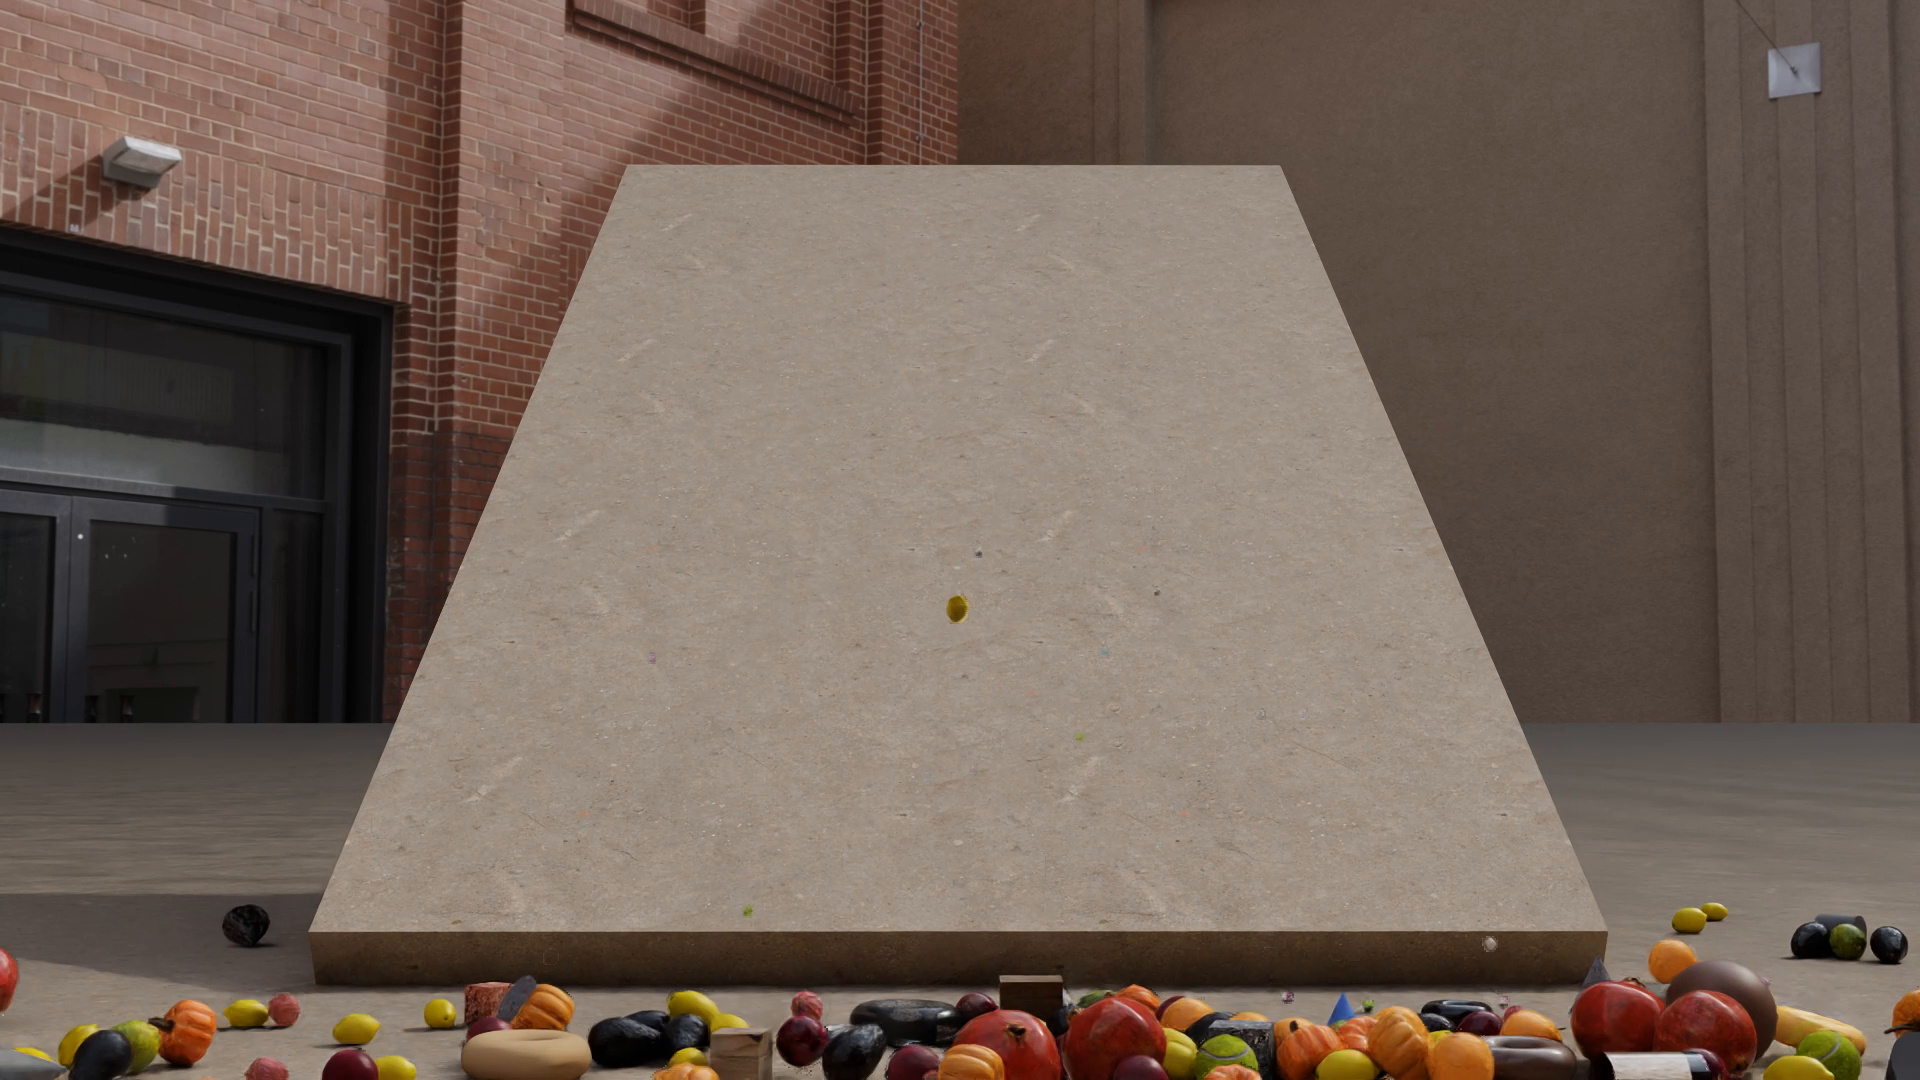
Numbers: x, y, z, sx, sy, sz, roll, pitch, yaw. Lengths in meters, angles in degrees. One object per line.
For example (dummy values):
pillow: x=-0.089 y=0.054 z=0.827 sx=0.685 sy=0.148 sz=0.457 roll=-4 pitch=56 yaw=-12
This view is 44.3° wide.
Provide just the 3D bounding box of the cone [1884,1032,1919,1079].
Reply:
cone: x=1.027 y=0.590 z=2.566 sx=0.083 sy=0.083 sz=0.083 roll=1 pitch=-31 yaw=-17

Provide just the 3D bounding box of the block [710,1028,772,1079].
block: x=-0.250 y=0.590 z=2.689 sx=0.057 sy=0.057 sz=0.057 roll=-1 pitch=-4 yaw=10

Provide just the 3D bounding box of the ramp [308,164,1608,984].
ramp: x=-0.010 y=-0.229 z=5.444 sx=2.000 sy=0.100 sz=4.000 roll=0 pitch=26 yaw=0

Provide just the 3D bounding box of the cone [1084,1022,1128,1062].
cone: x=0.188 y=0.620 z=2.867 sx=0.051 sy=0.051 sz=0.051 roll=35 pitch=-23 yaw=-31

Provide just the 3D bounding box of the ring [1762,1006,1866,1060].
ring: x=1.039 y=0.600 z=2.868 sx=0.124 sy=0.041 sz=0.124 roll=15 pitch=-2 yaw=1

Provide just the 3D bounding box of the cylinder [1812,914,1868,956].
cylinder: x=1.544 y=0.692 z=4.133 sx=0.069 sy=0.069 sz=0.069 roll=-4 pitch=-6 yaw=43

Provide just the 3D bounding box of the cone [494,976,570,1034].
cone: x=-0.537 y=0.624 z=3.042 sx=0.092 sy=0.092 sz=0.092 roll=34 pitch=-22 yaw=-29

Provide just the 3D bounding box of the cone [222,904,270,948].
cone: x=-1.291 y=0.719 z=4.274 sx=0.083 sy=0.083 sz=0.083 roll=2 pitch=22 yaw=-24

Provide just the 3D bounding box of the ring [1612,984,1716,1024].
ring: x=0.967 y=0.638 z=3.237 sx=0.135 sy=0.045 sz=0.135 roll=1 pitch=-5 yaw=0

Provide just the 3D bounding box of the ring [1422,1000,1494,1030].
ring: x=0.669 y=0.638 z=3.167 sx=0.098 sy=0.033 sz=0.098 roll=1 pitch=-5 yaw=0

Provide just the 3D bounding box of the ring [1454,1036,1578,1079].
ring: x=0.634 y=0.596 z=2.688 sx=0.137 sy=0.046 sz=0.137 roll=0 pitch=-3 yaw=0

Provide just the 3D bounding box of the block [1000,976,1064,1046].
block: x=0.091 y=0.603 z=3.021 sx=0.080 sy=0.080 sz=0.080 roll=0 pitch=-4 yaw=0

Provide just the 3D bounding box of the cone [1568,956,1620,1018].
cone: x=0.897 y=0.623 z=3.310 sx=0.083 sy=0.083 sz=0.083 roll=0 pitch=-4 yaw=0

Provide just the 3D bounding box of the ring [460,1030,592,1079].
ring: x=-0.500 y=0.596 z=2.718 sx=0.149 sy=0.050 sz=0.149 roll=1 pitch=-4 yaw=0

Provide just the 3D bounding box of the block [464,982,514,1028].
block: x=-0.635 y=0.630 z=3.198 sx=0.052 sy=0.052 sz=0.052 roll=-3 pitch=-5 yaw=35

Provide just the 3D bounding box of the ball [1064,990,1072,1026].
ball: x=0.114 y=0.615 z=3.096 sx=0.067 sy=0.067 sz=0.067 roll=0 pitch=-4 yaw=0

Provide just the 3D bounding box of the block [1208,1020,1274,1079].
block: x=0.319 y=0.583 z=2.669 sx=0.067 sy=0.067 sz=0.067 roll=-1 pitch=-4 yaw=13

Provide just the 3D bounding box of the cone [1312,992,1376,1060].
cone: x=0.473 y=0.596 z=2.907 sx=0.077 sy=0.077 sz=0.077 roll=0 pitch=-4 yaw=0

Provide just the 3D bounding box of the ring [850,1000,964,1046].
ring: x=-0.069 y=0.620 z=3.025 sx=0.147 sy=0.049 sz=0.147 roll=1 pitch=-5 yaw=0

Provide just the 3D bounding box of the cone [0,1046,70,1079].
cone: x=-0.957 y=0.546 z=2.404 sx=0.093 sy=0.093 sz=0.093 roll=-4 pitch=-2 yaw=-21

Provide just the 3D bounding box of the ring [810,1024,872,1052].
ring: x=-0.150 y=0.626 z=2.956 sx=0.078 sy=0.026 sz=0.078 roll=1 pitch=-3 yaw=0
